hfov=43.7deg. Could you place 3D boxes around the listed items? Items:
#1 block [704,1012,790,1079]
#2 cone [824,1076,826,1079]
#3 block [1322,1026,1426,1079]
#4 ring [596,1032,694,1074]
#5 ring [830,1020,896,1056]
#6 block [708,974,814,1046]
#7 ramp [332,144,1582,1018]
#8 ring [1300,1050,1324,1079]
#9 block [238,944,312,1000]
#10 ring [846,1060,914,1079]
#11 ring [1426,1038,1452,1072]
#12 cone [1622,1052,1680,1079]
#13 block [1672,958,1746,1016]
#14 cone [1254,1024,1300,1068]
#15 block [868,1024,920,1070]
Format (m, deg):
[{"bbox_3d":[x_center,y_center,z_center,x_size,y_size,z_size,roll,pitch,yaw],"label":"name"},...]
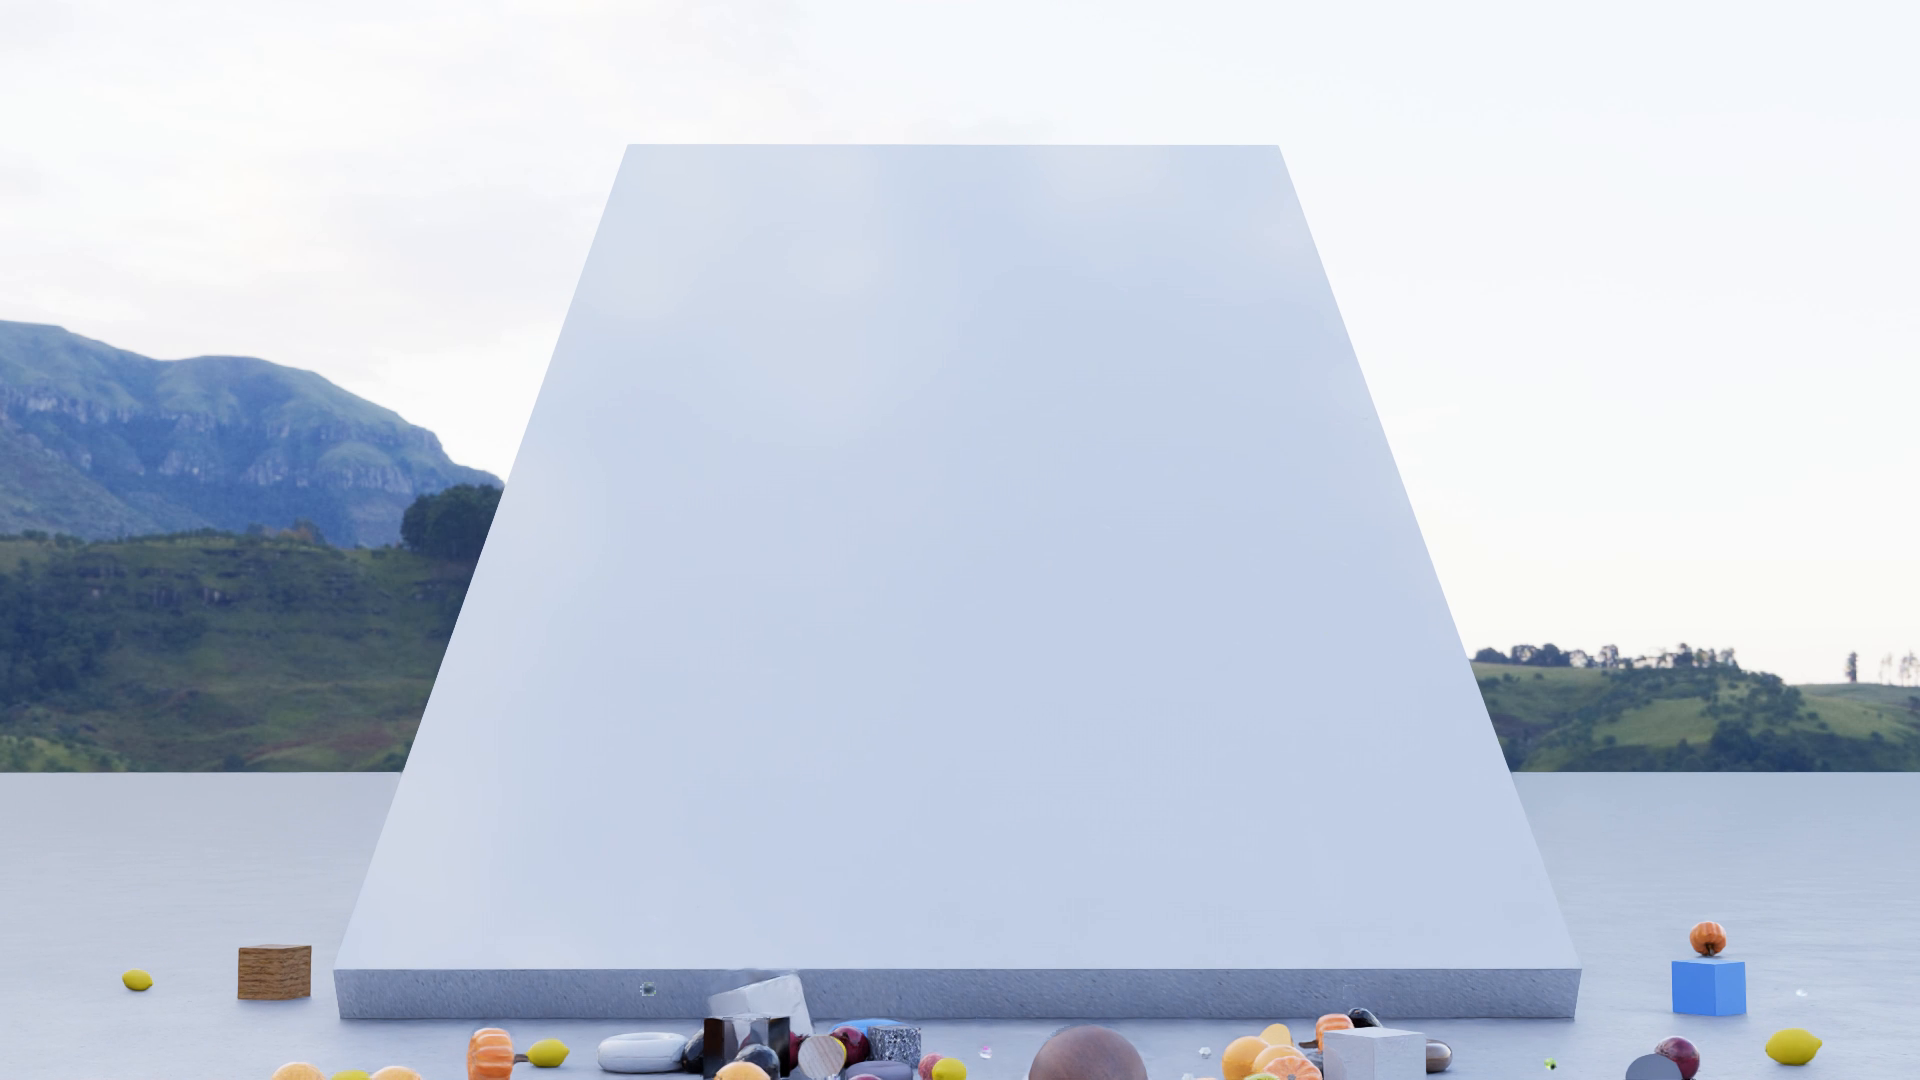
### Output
[{"bbox_3d":[-0.279,0.664,3.127,0.079,0.079,0.079,-4,-7,36],"label":"block"},{"bbox_3d":[-0.154,0.639,2.727,0.055,0.055,0.055,0,-5,0],"label":"cone"},{"bbox_3d":[0.500,0.638,2.886,0.086,0.086,0.086,4,-7,-35],"label":"block"},{"bbox_3d":[-0.424,0.691,3.223,0.131,0.044,0.131,-1,-5,0],"label":"ring"},{"bbox_3d":[-0.132,0.712,3.422,0.116,0.039,0.116,-2,-2,0],"label":"ring"},{"bbox_3d":[-0.274,0.659,3.299,0.092,0.092,0.092,-8,-10,-41],"label":"block"},{"bbox_3d":[-0.012,-0.221,5.611,2.000,0.100,4.000,0,28,0],"label":"ramp"},{"bbox_3d":[0.494,0.680,3.074,0.116,0.039,0.116,1,-6,0],"label":"ring"},{"bbox_3d":[-1.209,0.762,4.219,0.090,0.090,0.090,-2,-6,18],"label":"block"},{"bbox_3d":[-0.103,0.682,3.046,0.086,0.029,0.086,-1,-4,0],"label":"ring"},{"bbox_3d":[0.604,0.694,3.219,0.116,0.039,0.116,0,-7,0],"label":"ring"},{"bbox_3d":[0.843,0.667,2.900,0.067,0.067,0.067,-3,-40,26],"label":"cone"},{"bbox_3d":[1.241,0.741,3.964,0.084,0.084,0.084,4,-7,-38],"label":"block"},{"bbox_3d":[0.447,0.703,3.268,0.063,0.063,0.063,35,-24,-30],"label":"cone"},{"bbox_3d":[-0.090,0.687,3.241,0.054,0.054,0.054,3,-6,-28],"label":"block"}]
